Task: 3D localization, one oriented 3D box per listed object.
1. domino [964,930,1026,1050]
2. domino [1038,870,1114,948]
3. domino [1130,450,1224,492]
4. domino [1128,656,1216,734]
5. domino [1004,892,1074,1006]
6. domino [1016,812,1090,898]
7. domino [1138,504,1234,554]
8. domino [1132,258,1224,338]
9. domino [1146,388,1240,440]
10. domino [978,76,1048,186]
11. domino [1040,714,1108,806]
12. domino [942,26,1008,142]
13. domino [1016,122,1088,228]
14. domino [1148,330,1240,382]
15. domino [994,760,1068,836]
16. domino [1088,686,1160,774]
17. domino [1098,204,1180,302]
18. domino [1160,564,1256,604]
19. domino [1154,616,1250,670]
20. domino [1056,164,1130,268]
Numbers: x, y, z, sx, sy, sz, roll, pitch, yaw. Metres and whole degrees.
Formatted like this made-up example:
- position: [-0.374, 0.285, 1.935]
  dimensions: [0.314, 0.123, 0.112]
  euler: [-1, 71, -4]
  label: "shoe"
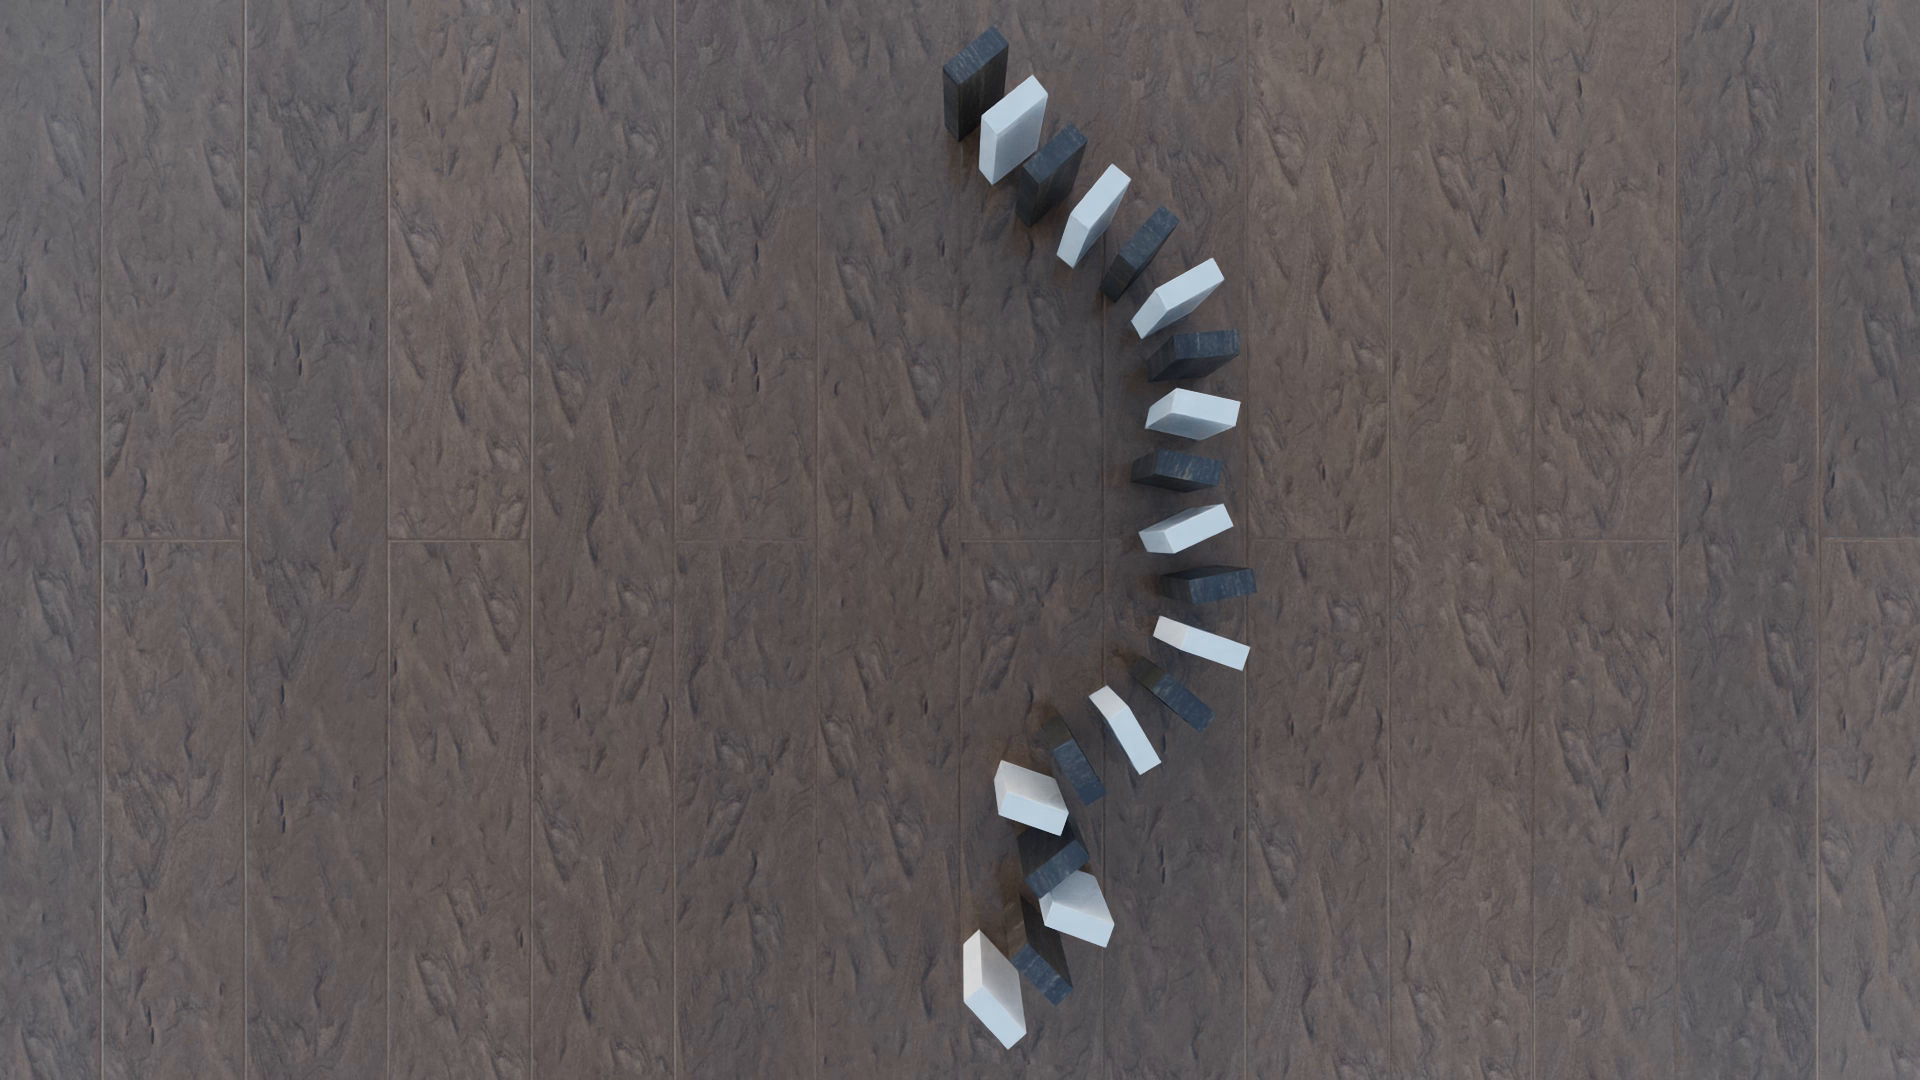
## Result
- position: [0.013, 0.182, 0.375]
  dimensions: [0.009, 0.050, 0.025]
  euler: [-43, 90, 0]
  label: "domino"
- position: [0.046, 0.147, 0.375]
  dimensions: [0.025, 0.050, 0.009]
  euler: [20, 90, 0]
  label: "domino"
- position: [0.087, -0.028, 0.375]
  dimensions: [0.025, 0.050, 0.009]
  euler: [11, 90, 0]
  label: "domino"
- position: [0.086, 0.062, 0.375]
  dimensions: [0.025, 0.050, 0.009]
  euler: [40, 90, 0]
  label: "domino"
- position: [0.031, 0.166, 0.375]
  dimensions: [0.009, 0.050, 0.025]
  euler: [-45, 90, 0]
  label: "domino"
- position: [0.037, 0.126, 0.375]
  dimensions: [0.025, 0.050, 0.010]
  euler: [-39, 90, 0]
  label: "domino"
- position: [0.091, -0.004, 0.375]
  dimensions: [0.025, 0.050, 0.010]
  euler: [-25, 90, 0]
  label: "domino"
- position: [0.088, -0.098, 0.375]
  dimensions: [0.025, 0.050, 0.009]
  euler: [-29, 90, 0]
  label: "domino"
- position: [0.094, -0.051, 0.375]
  dimensions: [0.025, 0.050, 0.010]
  euler: [12, 90, 0]
  label: "domino"
- position: [0.021, -0.166, 0.375]
  dimensions: [0.025, 0.050, 0.010]
  euler: [-39, 90, 0]
  label: "domino"
- position: [0.046, 0.089, 0.375]
  dimensions: [0.010, 0.050, 0.025]
  euler: [-32, 90, 0]
  label: "domino"
- position: [0.006, -0.185, 0.375]
  dimensions: [0.025, 0.050, 0.009]
  euler: [-39, 90, 0]
  label: "domino"
- position: [0.036, -0.148, 0.375]
  dimensions: [0.025, 0.050, 0.009]
  euler: [-42, 90, 0]
  label: "domino"
- position: [0.094, -0.075, 0.375]
  dimensions: [0.025, 0.050, 0.010]
  euler: [-5, 90, 0]
  label: "domino"
- position: [0.028, 0.105, 0.375]
  dimensions: [0.025, 0.050, 0.009]
  euler: [19, 90, 0]
  label: "domino"
- position: [0.066, 0.077, 0.375]
  dimensions: [0.010, 0.050, 0.025]
  euler: [-30, 90, 0]
  label: "domino"
- position: [0.072, -0.116, 0.375]
  dimensions: [0.010, 0.050, 0.025]
  euler: [42, 90, 0]
  label: "domino"
- position: [0.100, 0.018, 0.375]
  dimensions: [0.025, 0.050, 0.009]
  euler: [-11, 90, 0]
  label: "domino"
- position: [0.098, 0.041, 0.375]
  dimensions: [0.025, 0.050, 0.009]
  euler: [19, 90, 0]
  label: "domino"
- position: [0.054, -0.131, 0.375]
  dimensions: [0.009, 0.050, 0.025]
  euler: [40, 90, 0]
  label: "domino"
